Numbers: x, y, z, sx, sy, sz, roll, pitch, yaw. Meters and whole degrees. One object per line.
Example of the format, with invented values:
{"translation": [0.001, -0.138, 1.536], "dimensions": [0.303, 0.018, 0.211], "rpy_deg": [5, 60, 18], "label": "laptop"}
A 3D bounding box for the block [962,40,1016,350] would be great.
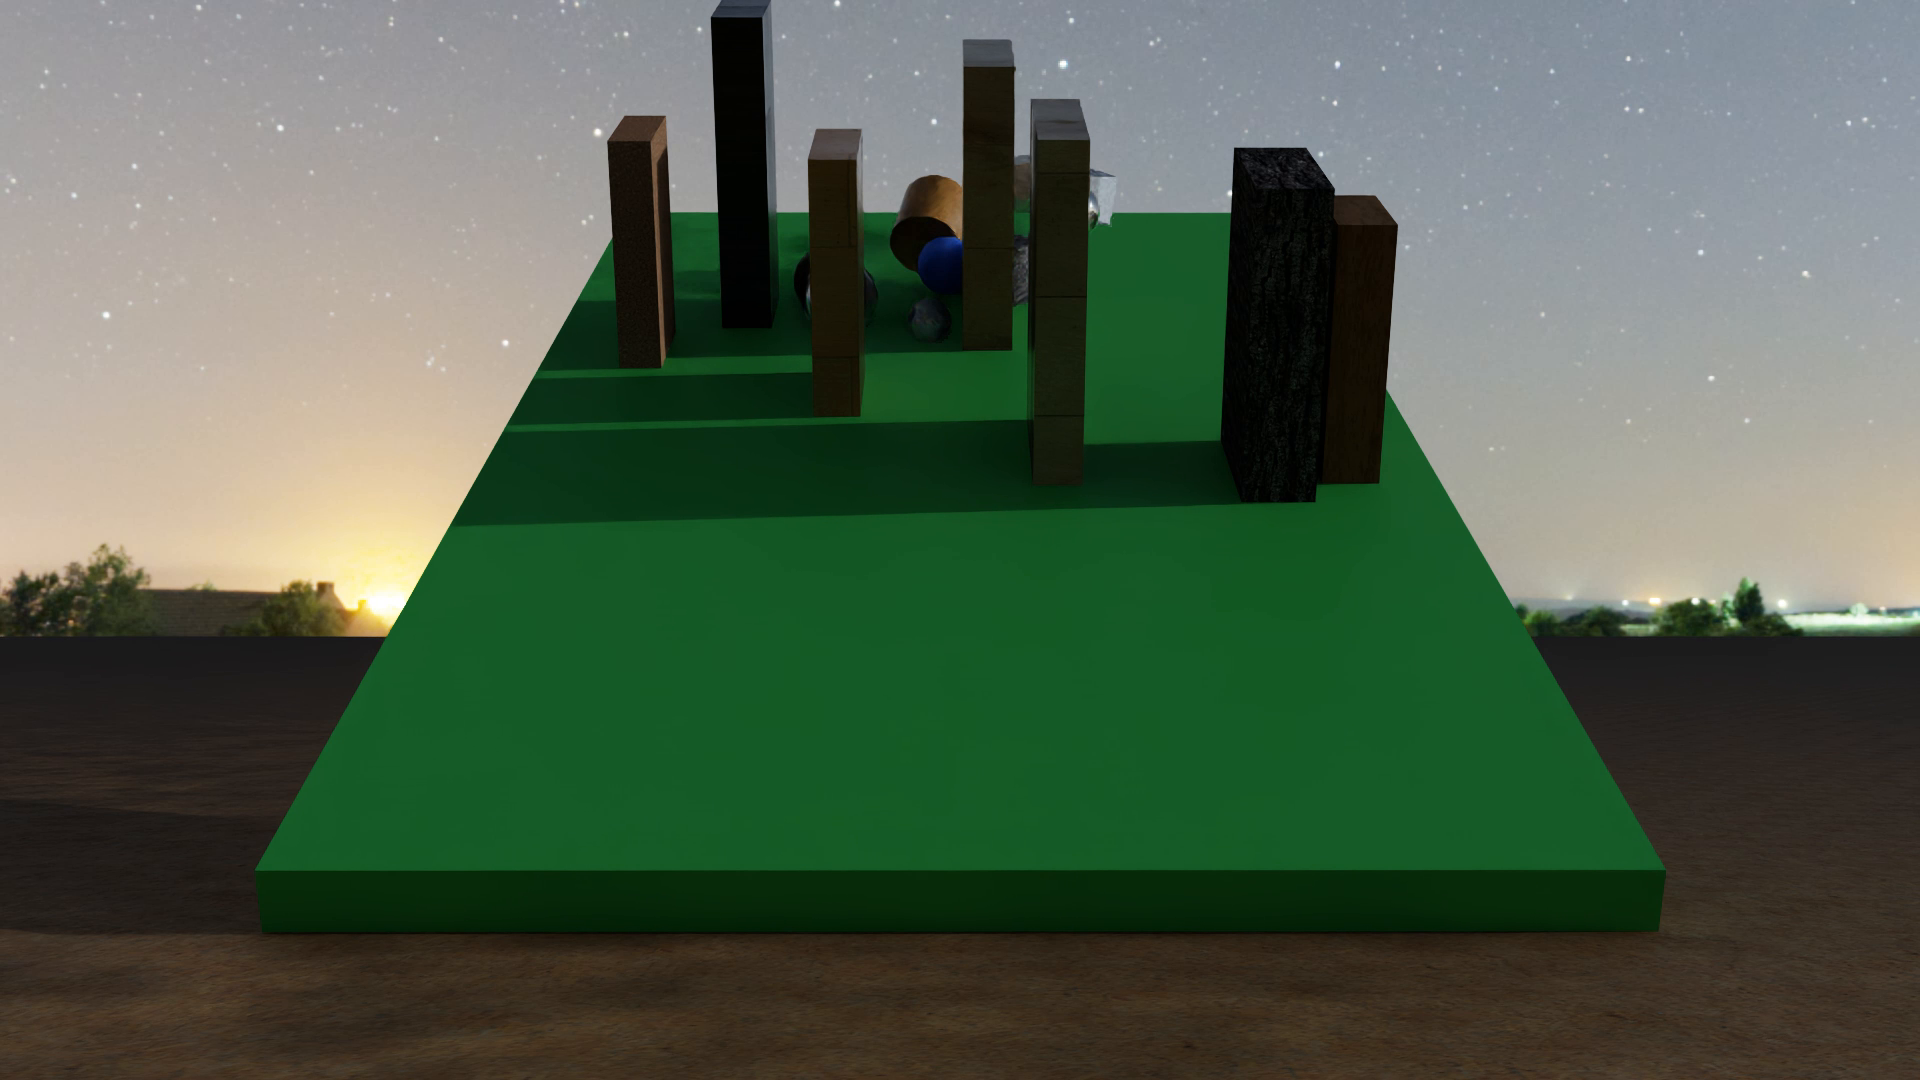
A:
{"translation": [0.067, -0.859, 5.670], "dimensions": [0.121, 0.691, 0.393], "rpy_deg": [0, 21, 0], "label": "block"}

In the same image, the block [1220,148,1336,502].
{"translation": [0.644, -0.446, 4.689], "dimensions": [0.150, 0.642, 0.384], "rpy_deg": [0, 21, 0], "label": "block"}

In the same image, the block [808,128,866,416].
{"translation": [-0.276, -0.609, 5.183], "dimensions": [0.105, 0.581, 0.335], "rpy_deg": [0, 21, 0], "label": "block"}

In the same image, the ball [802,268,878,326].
{"translation": [-0.301, -0.605, 5.706], "dimensions": [0.190, 0.190, 0.190], "rpy_deg": [0, -2, 0], "label": "ball"}

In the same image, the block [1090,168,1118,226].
{"translation": [0.349, -0.999, 6.640], "dimensions": [0.140, 0.140, 0.140], "rpy_deg": [-10, 26, -43], "label": "block"}

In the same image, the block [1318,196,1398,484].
{"translation": [0.808, -0.418, 4.754], "dimensions": [0.118, 0.545, 0.261], "rpy_deg": [0, 21, 0], "label": "block"}

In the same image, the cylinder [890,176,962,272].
{"translation": [-0.078, -0.854, 6.204], "dimensions": [0.191, 0.191, 0.191], "rpy_deg": [7, -46, 7], "label": "cylinder"}

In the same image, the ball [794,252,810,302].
{"translation": [-0.345, -0.668, 5.895], "dimensions": [0.169, 0.169, 0.169], "rpy_deg": [0, -2, 0], "label": "ball"}

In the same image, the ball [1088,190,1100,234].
{"translation": [0.282, -0.833, 5.799], "dimensions": [0.145, 0.145, 0.145], "rpy_deg": [0, -2, 0], "label": "ball"}

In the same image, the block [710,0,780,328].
{"translation": [-0.539, -0.950, 5.784], "dimensions": [0.125, 0.775, 0.285], "rpy_deg": [0, 21, 0], "label": "block"}

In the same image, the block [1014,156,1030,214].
{"translation": [0.170, -1.024, 6.587], "dimensions": [0.141, 0.141, 0.141], "rpy_deg": [-9, 20, -30], "label": "block"}

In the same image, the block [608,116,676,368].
{"translation": [-0.764, -0.721, 5.515], "dimensions": [0.100, 0.545, 0.306], "rpy_deg": [0, 21, 0], "label": "block"}

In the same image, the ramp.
{"translation": [-0.006, -0.218, 5.121], "dimensions": [2.000, 0.100, 4.000], "rpy_deg": [0, 21, 0], "label": "ramp"}

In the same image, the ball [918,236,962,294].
{"translation": [-0.036, -0.728, 6.071], "dimensions": [0.155, 0.155, 0.155], "rpy_deg": [0, -2, 0], "label": "ball"}

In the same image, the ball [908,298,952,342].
{"translation": [-0.075, -0.544, 5.663], "dimensions": [0.109, 0.109, 0.109], "rpy_deg": [0, -2, 0], "label": "ball"}

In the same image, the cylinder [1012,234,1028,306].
{"translation": [0.111, -0.711, 6.024], "dimensions": [0.156, 0.156, 0.156], "rpy_deg": [0, 21, 0], "label": "cylinder"}

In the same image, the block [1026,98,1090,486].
{"translation": [0.201, -0.525, 4.787], "dimensions": [0.102, 0.716, 0.429], "rpy_deg": [0, 21, 0], "label": "block"}
